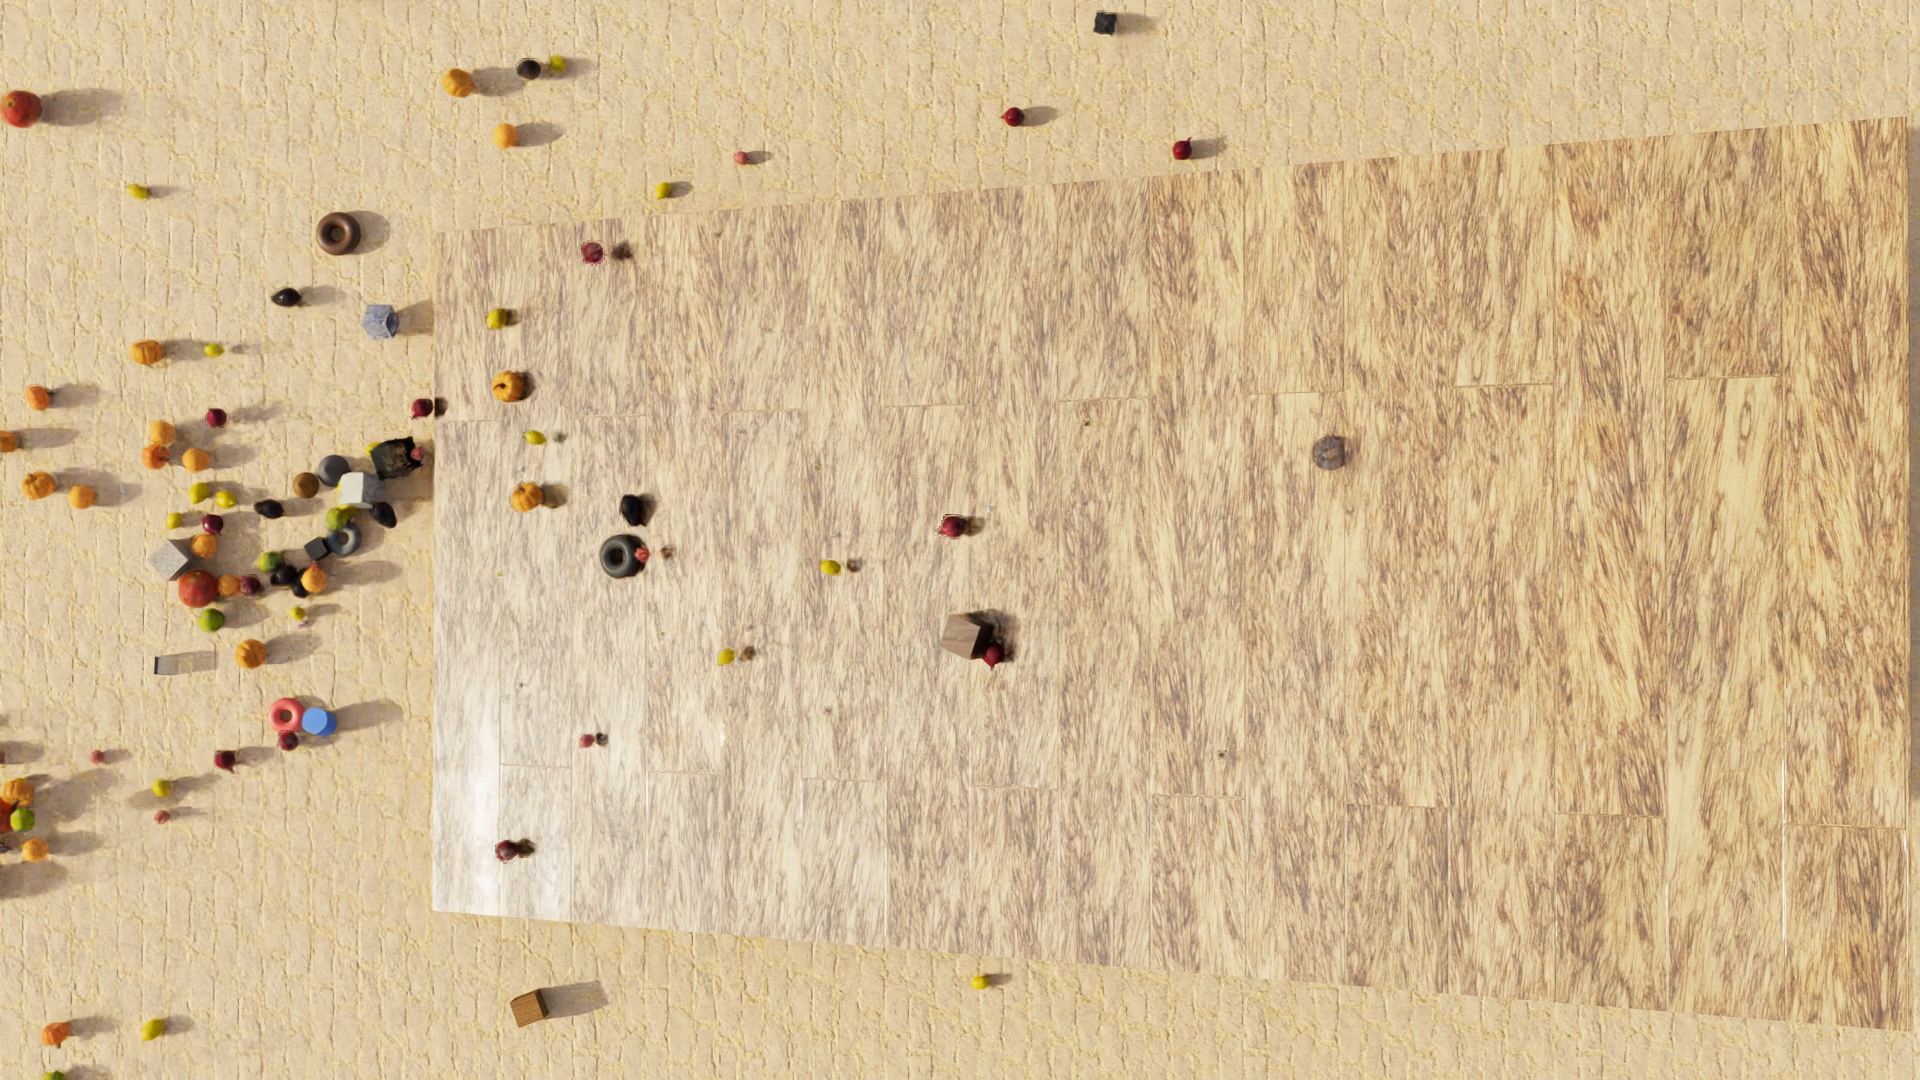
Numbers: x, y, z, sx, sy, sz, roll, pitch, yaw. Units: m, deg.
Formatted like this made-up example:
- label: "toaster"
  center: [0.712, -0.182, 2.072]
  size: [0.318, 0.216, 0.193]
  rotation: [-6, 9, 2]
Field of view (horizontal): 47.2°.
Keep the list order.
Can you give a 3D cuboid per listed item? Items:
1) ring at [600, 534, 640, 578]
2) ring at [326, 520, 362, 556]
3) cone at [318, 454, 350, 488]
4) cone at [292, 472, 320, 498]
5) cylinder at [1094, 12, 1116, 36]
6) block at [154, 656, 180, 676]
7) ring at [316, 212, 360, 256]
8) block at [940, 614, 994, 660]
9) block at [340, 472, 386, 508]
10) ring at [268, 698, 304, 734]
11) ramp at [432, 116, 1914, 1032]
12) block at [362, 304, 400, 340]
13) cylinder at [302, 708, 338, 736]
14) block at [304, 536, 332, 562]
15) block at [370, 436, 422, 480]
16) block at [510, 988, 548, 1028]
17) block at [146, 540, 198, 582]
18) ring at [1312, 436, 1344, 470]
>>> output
- label: "ring"
  center: [-0.959, 0.046, 6.191]
  size: [0.125, 0.042, 0.125]
  rotation: [0, 90, 24]
- label: "ring"
  center: [-1.839, -0.006, 6.563]
  size: [0.106, 0.035, 0.106]
  rotation: [0, 89, 1]
- label: "cone"
  center: [-1.875, -0.207, 6.534]
  size: [0.097, 0.097, 0.097]
  rotation: [0, 89, 0]
- label: "cone"
  center: [-1.958, -0.164, 6.543]
  size: [0.080, 0.080, 0.080]
  rotation: [0, 89, 0]
- label: "cylinder"
  center: [0.432, -1.541, 6.568]
  size: [0.060, 0.060, 0.060]
  rotation: [10, 89, 0]
- label: "block"
  center: [-2.364, 0.374, 6.550]
  size: [0.053, 0.053, 0.053]
  rotation: [4, 89, 0]
- label: "ring"
  center: [-1.858, -0.915, 6.569]
  size: [0.134, 0.045, 0.134]
  rotation: [0, 88, 1]
- label: "block"
  center: [0.018, 0.250, 5.707]
  size: [0.091, 0.091, 0.091]
  rotation: [22, 98, 24]
- label: "block"
  center: [-1.768, -0.146, 6.514]
  size: [0.091, 0.091, 0.091]
  rotation: [-3, 80, 31]
- label: "ring"
  center: [-2.008, 0.524, 6.557]
  size: [0.110, 0.037, 0.110]
  rotation: [0, 90, -1]
- label: "ramp"
  center: [0.282, 0.082, 5.692]
  size: [4.000, 0.100, 2.000]
  rotation: [0, 89, 25]
- label: "block"
  center: [-1.720, -0.647, 6.531]
  size: [0.074, 0.074, 0.074]
  rotation: [2, 54, 9]
- label: "cylinder"
  center: [-1.901, 0.540, 6.528]
  size: [0.077, 0.077, 0.077]
  rotation: [-1, 78, 6]
- label: "block"
  center: [-1.913, 0.027, 6.553]
  size: [0.054, 0.054, 0.054]
  rotation: [-31, 89, 0]
- label: "block"
  center: [-1.672, -0.242, 6.515]
  size: [0.092, 0.092, 0.092]
  rotation: [-25, 83, 39]
- label: "block"
  center: [-1.278, 1.389, 6.525]
  size: [0.080, 0.080, 0.080]
  rotation: [-21, 89, 0]
- label: "block"
  center: [-2.341, 0.060, 6.536]
  size: [0.088, 0.088, 0.088]
  rotation: [-45, 90, 0]
- label: "ring"
  center: [0.894, -0.211, 5.341]
  size: [0.083, 0.028, 0.083]
  rotation: [0, 90, 24]
